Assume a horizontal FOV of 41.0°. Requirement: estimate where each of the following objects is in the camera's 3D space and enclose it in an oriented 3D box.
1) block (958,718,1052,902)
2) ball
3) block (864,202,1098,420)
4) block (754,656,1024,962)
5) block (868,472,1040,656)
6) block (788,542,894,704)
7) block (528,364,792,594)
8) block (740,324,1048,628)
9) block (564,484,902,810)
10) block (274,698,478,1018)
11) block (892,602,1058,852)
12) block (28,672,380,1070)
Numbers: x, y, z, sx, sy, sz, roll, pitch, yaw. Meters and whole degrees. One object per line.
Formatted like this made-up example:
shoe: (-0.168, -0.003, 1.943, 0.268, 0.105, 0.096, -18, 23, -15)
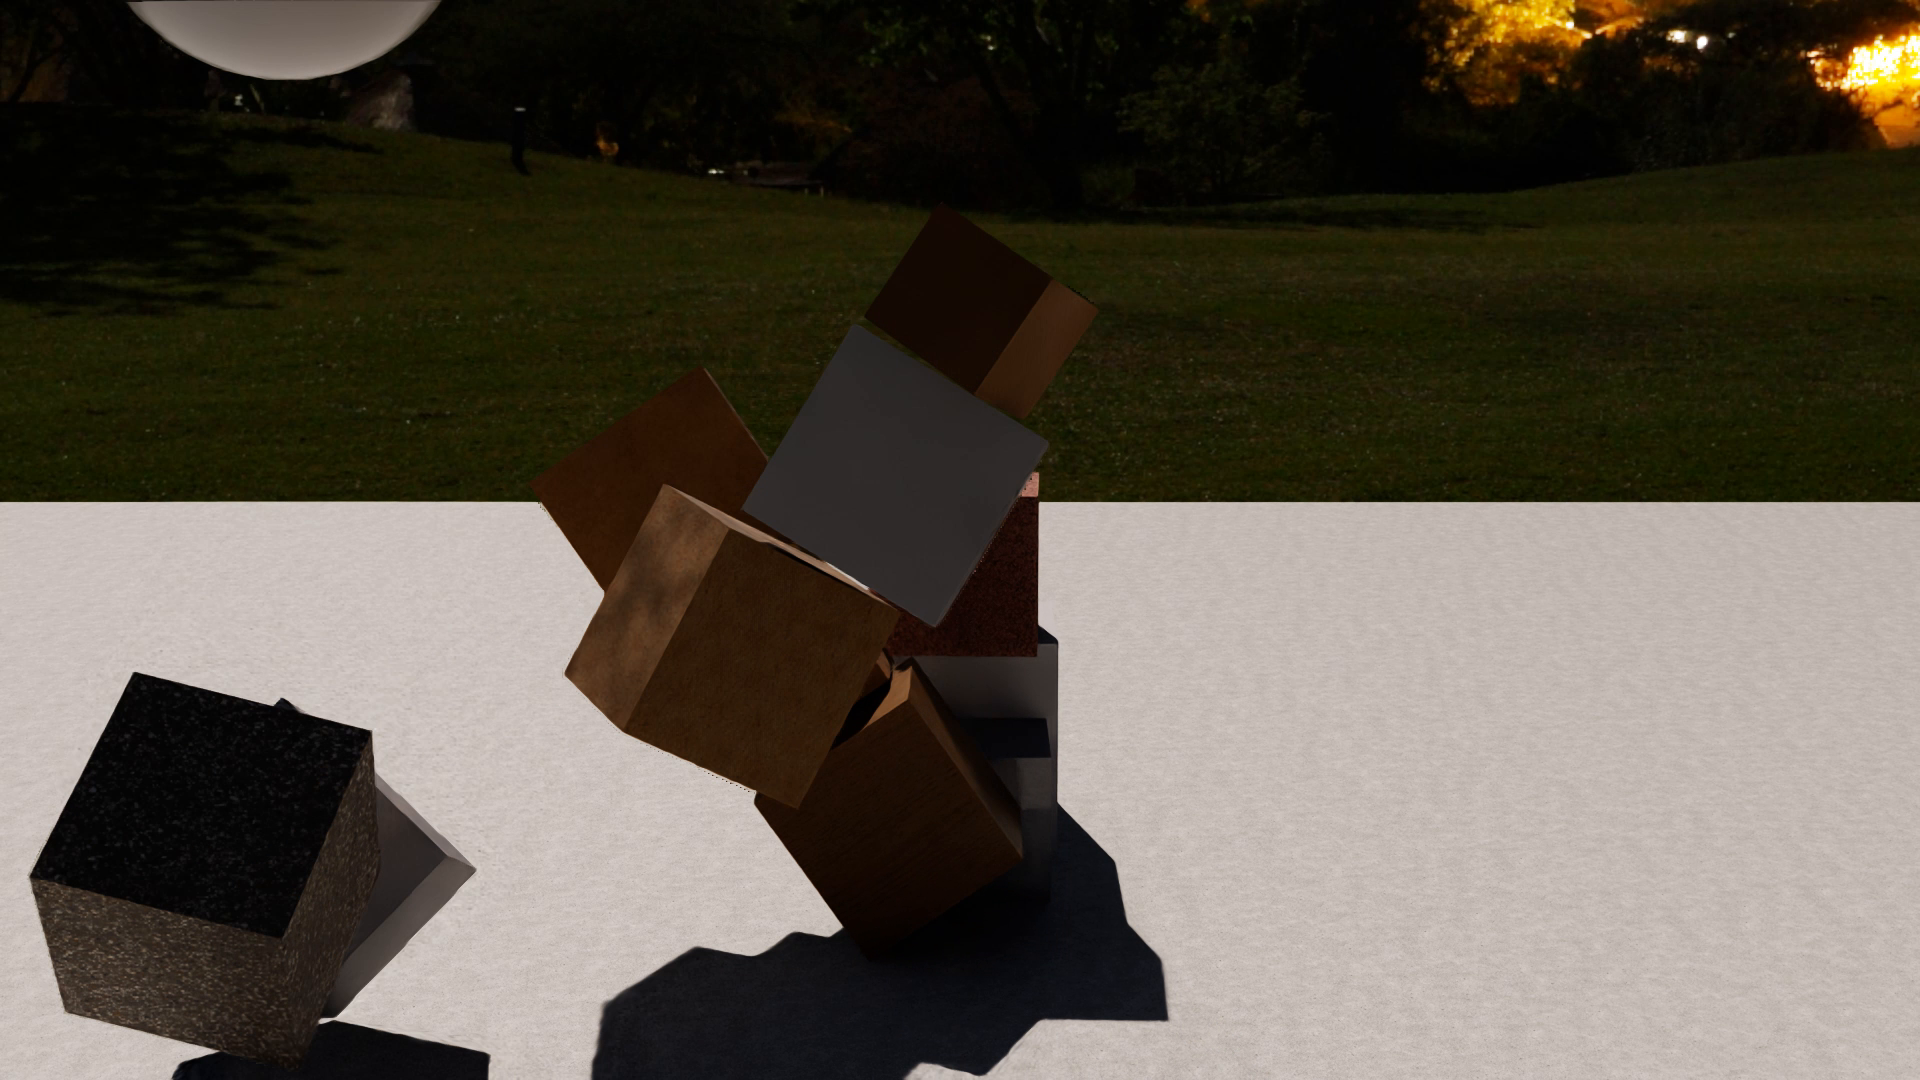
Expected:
block: (0.020, 1.179, 11.305, 0.739, 0.636, 0.683, 0, 10, 0)
ball: (-2.834, -2.724, 10.685, 1.600, 1.600, 1.600, 0, 10, 0)
block: (0.069, -0.667, 7.547, 0.422, 0.400, 0.449, 37, 6, 20)
block: (-0.282, 1.089, 10.548, 0.748, 0.799, 0.755, -34, 8, 6)
block: (-0.019, 0.099, 11.583, 0.743, 0.716, 0.679, 0, 10, 2)
block: (-0.765, 0.460, 10.824, 0.686, 0.687, 0.676, -34, 3, 3)
block: (-1.222, -0.155, 11.037, 0.866, 0.820, 0.754, -35, 3, -2)
block: (-0.181, -0.193, 7.765, 0.658, 0.635, 0.622, 31, 2, 2)
block: (-0.727, 0.329, 8.112, 0.653, 0.694, 0.617, 28, 1, -29)
block: (-2.369, 1.176, 9.336, 0.814, 0.759, 0.837, 43, -10, 5)
block: (-0.008, 0.862, 12.106, 0.904, 0.972, 0.932, 0, 10, 0)
block: (-2.415, 1.081, 8.336, 0.792, 0.855, 0.796, 14, 50, 1)
